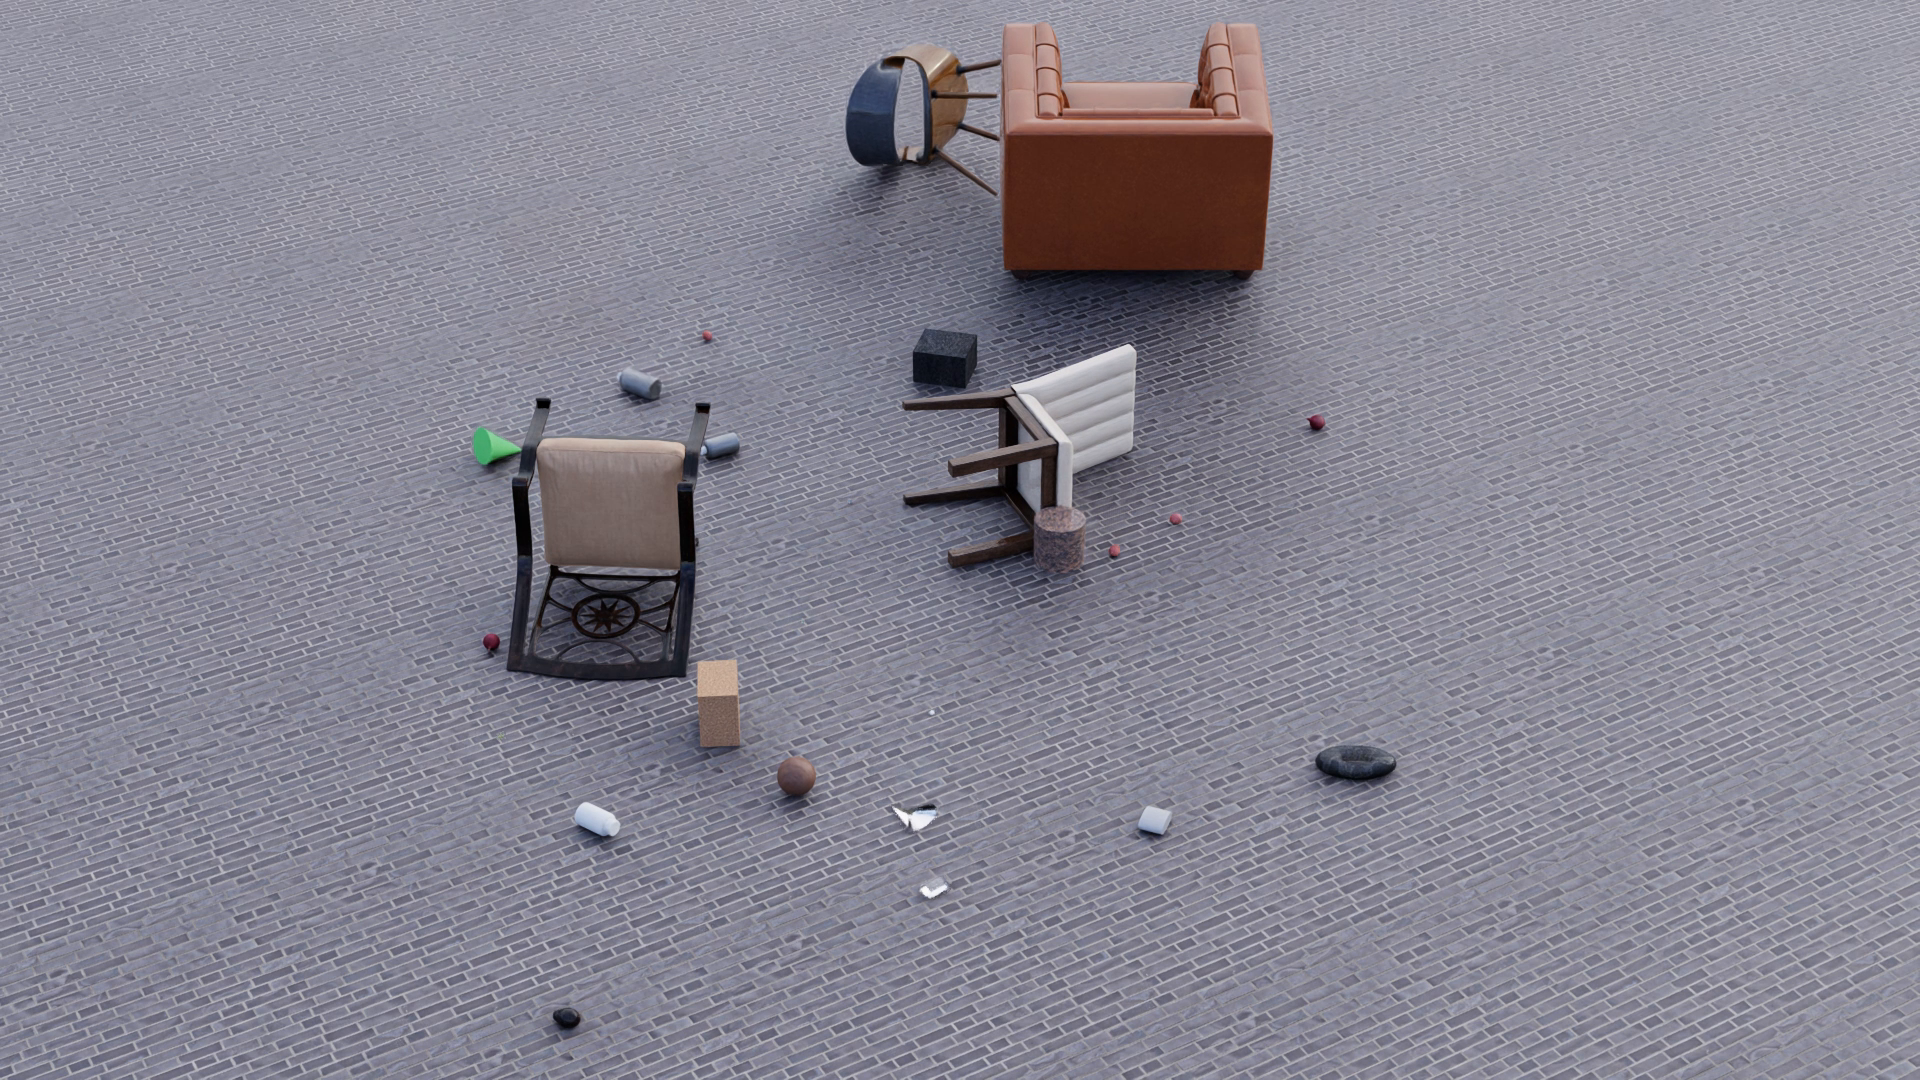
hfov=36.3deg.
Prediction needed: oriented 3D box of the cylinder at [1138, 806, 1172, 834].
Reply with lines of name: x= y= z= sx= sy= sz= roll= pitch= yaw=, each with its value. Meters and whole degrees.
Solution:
cylinder: x=0.633 y=0.910 z=9.521 sx=0.081 sy=0.047 sz=0.108 roll=13 pitch=38 yaw=19

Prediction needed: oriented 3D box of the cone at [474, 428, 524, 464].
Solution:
cone: x=-1.781 y=-0.356 z=11.429 sx=0.174 sy=0.131 sz=0.197 roll=6 pitch=24 yaw=-32

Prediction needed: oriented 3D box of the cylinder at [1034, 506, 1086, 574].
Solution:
cylinder: x=0.366 y=-0.001 z=10.782 sx=0.190 sy=0.181 sz=0.178 roll=6 pitch=34 yaw=8

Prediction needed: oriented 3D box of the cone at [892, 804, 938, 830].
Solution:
cone: x=-0.173 y=0.887 z=9.566 sx=0.134 sy=0.073 sz=0.146 roll=-27 pitch=28 yaw=-38

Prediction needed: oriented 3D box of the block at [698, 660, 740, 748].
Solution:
block: x=-0.816 y=0.553 z=9.914 sx=0.132 sy=0.211 sz=0.203 roll=-2 pitch=33 yaw=-4

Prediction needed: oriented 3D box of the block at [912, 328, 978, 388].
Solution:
block: x=-0.060 y=-0.740 z=11.938 sx=0.220 sy=0.142 sz=0.197 roll=8 pitch=34 yaw=12

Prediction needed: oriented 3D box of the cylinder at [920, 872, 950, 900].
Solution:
cylinder: x=-0.079 y=1.095 z=9.252 sx=0.058 sy=0.034 sz=0.073 roll=33 pitch=69 yaw=17

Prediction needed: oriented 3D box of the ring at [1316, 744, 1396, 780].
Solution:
ring: x=1.319 y=0.740 z=9.767 sx=0.270 sy=0.062 sz=0.144 roll=1 pitch=35 yaw=3
